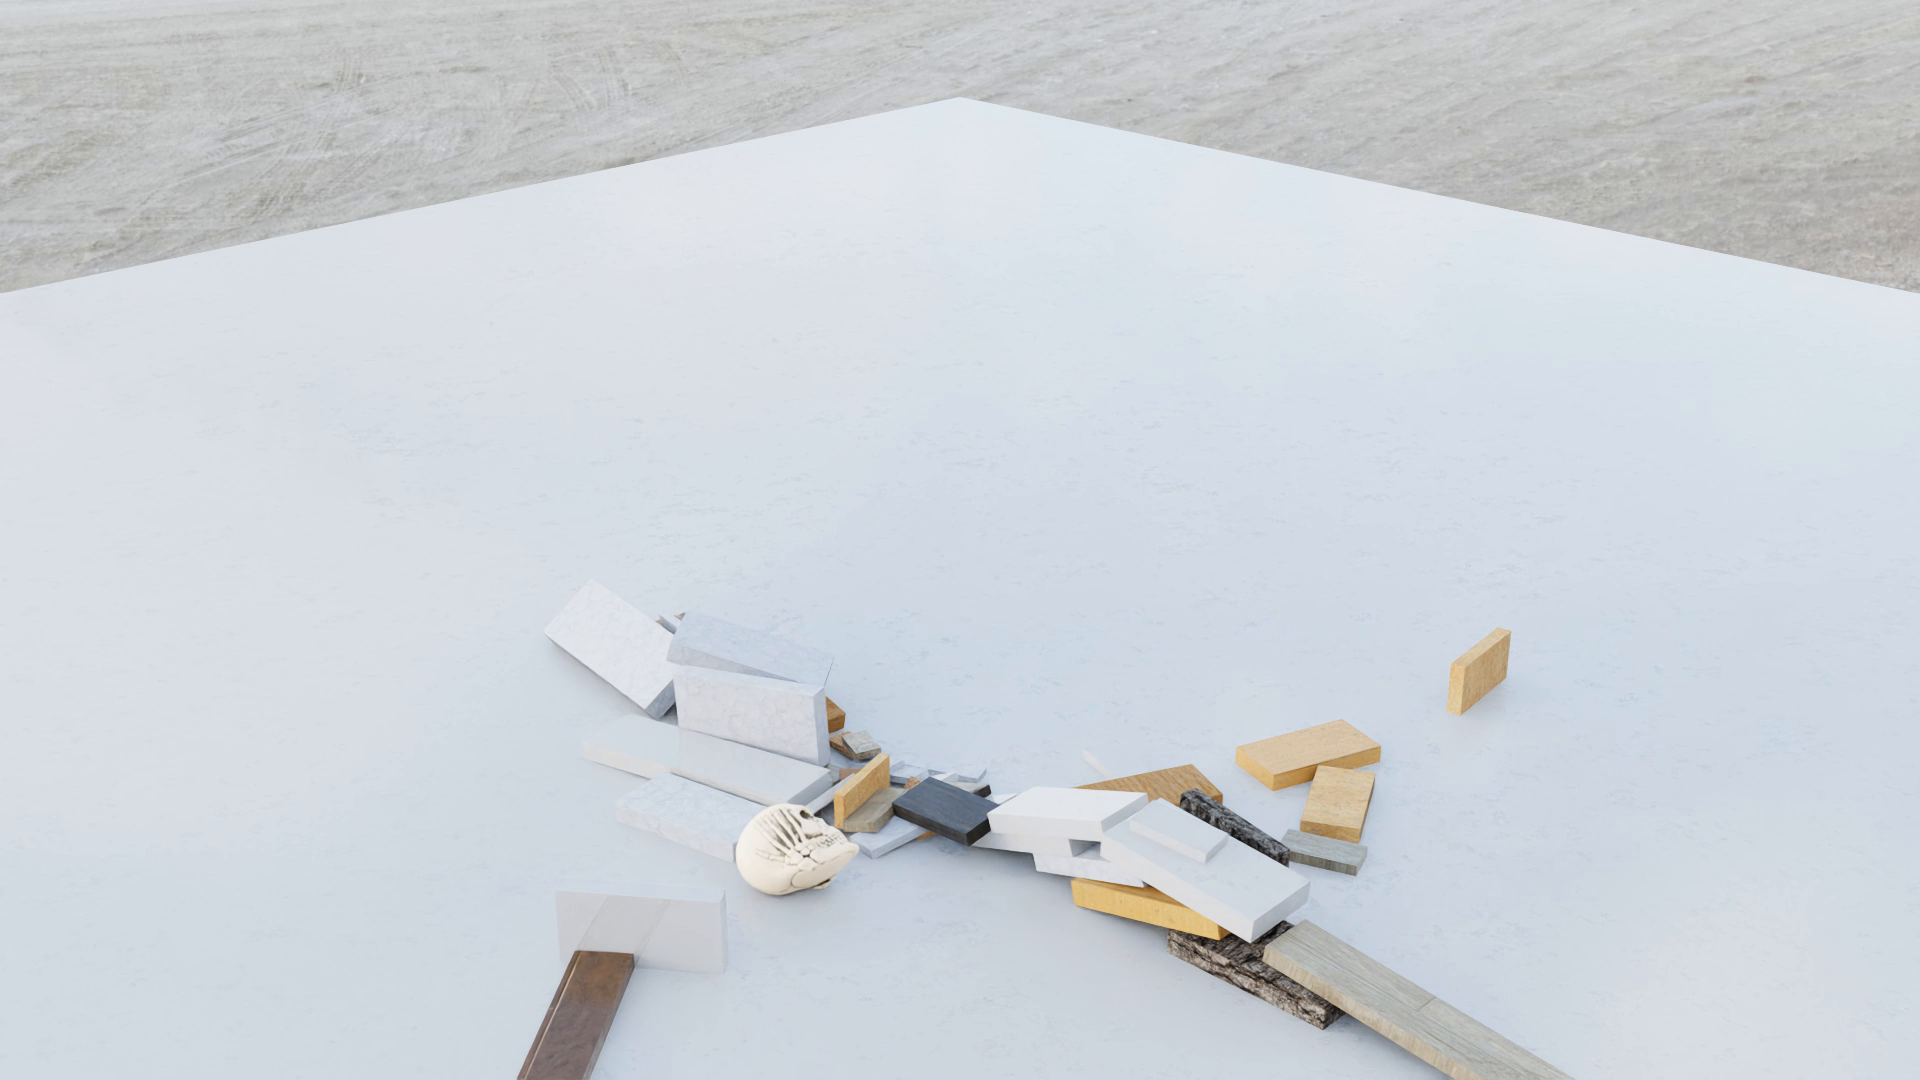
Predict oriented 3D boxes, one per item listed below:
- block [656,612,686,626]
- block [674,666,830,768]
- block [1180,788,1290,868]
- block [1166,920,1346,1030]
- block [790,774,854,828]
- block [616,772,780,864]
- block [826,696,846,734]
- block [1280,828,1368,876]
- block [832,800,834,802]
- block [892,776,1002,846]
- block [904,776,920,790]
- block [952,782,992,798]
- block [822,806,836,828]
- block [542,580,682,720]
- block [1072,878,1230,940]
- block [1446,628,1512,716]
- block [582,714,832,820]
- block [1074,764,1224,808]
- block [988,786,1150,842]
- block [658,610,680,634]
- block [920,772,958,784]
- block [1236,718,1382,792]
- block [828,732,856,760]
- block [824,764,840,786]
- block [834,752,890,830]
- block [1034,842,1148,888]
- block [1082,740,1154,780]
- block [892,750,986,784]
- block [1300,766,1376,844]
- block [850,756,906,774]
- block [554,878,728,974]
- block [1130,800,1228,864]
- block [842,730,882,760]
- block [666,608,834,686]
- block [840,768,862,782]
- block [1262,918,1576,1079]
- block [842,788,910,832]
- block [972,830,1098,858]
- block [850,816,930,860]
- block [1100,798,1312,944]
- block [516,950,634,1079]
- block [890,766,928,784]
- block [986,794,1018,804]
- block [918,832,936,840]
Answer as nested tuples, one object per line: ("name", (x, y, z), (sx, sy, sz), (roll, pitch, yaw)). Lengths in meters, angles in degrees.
("block", (-0.613, 0.248, 5.020), (0.143, 0.041, 0.286), (-17, 28, -34))
("block", (-0.439, 0.373, 4.631), (0.342, 0.171, 0.048), (7, 23, 26))
("block", (0.518, 0.594, 4.186), (0.039, 0.137, 0.274), (-14, 27, -30))
("block", (0.559, 0.749, 3.933), (0.343, 0.049, 0.171), (21, 30, 40))
("block", (-0.274, 0.525, 4.436), (0.021, 0.075, 0.149), (53, 40, 5))
("block", (-0.525, 0.552, 4.404), (0.301, 0.043, 0.150), (14, 27, 30))
("block", (-0.396, 0.342, 4.825), (0.143, 0.041, 0.286), (-19, 42, -37))
("block", (0.707, 0.610, 4.295), (0.161, 0.023, 0.081), (10, 25, 23))
("block", (-0.217, 0.512, 4.475), (0.047, 0.013, 0.094), (-33, -3, 29))
("block", (-0.022, 0.534, 4.333), (0.108, 0.030, 0.215), (-31, 32, -34))
("block", (-0.079, 0.524, 4.461), (0.015, 0.053, 0.106), (35, -4, -41))
("block", (-0.013, 0.515, 4.466), (0.143, 0.020, 0.072), (-2, 15, 45))
("block", (-0.223, 0.549, 4.448), (0.103, 0.015, 0.051), (-15, 27, -32))
("block", (-0.767, 0.244, 5.007), (0.171, 0.048, 0.492), (-48, 41, -13))
("block", (0.393, 0.651, 4.073), (0.343, 0.049, 0.171), (5, 20, 44))
("block", (1.162, 0.293, 4.920), (0.034, 0.118, 0.237), (17, 28, 34))
("block", (-0.530, 0.467, 4.580), (0.539, 0.043, 0.150), (12, 25, 31))
("block", (0.349, 0.532, 4.458), (0.339, 0.039, 0.137), (-9, 25, -20))
("block", (0.207, 0.522, 4.200), (0.286, 0.041, 0.143), (-3, 15, 44))
("block", (-0.636, 0.210, 4.971), (0.019, 0.066, 0.131), (-30, 34, -24))
("block", (-0.059, 0.498, 4.510), (0.106, 0.015, 0.053), (-15, 6, 45))
("block", (0.735, 0.452, 4.645), (0.274, 0.039, 0.137), (-11, 26, -25))
("block", (-0.231, 0.437, 4.688), (0.055, 0.016, 0.110), (-18, 21, -31))
("block", (-0.298, 0.486, 4.593), (0.131, 0.019, 0.066), (16, 28, 32))
("block", (-0.197, 0.505, 4.437), (0.021, 0.075, 0.192), (11, 25, 25))
("block", (0.289, 0.595, 4.160), (0.143, 0.041, 0.286), (-21, 13, -39))
("block", (0.334, 0.472, 4.619), (0.081, 0.023, 0.161), (-11, 26, -25))
("block", (-0.048, 0.477, 4.617), (0.204, 0.015, 0.051), (9, 25, 20))
("block", (0.767, 0.534, 4.459), (0.118, 0.034, 0.237), (7, 24, 16))
("block", (-0.173, 0.469, 4.604), (0.110, 0.016, 0.055), (4, 20, 44))
("block", (-0.569, 0.692, 3.938), (0.301, 0.150, 0.043), (3, 23, 7))
("block", (0.398, 0.531, 4.004), (0.161, 0.023, 0.081), (22, 33, 30))
("block", (-0.208, 0.433, 4.642), (0.055, 0.016, 0.110), (-13, 19, -16))
("block", (-0.457, 0.258, 4.822), (0.342, 0.048, 0.171), (17, 24, -1))
("block", (-0.201, 0.493, 4.536), (0.094, 0.047, 0.013), (-3, 4, -8))
("block", (0.770, 0.810, 3.724), (0.550, 0.034, 0.118), (28, 35, 36))
("block", (-0.165, 0.541, 4.400), (0.075, 0.021, 0.149), (-3, 19, 30))
("block", (0.159, 0.560, 4.279), (0.143, 0.041, 0.286), (-22, 14, -41))
("block", (-0.137, 0.580, 4.348), (0.143, 0.020, 0.072), (-23, 31, -31))
("block", (0.441, 0.592, 3.971), (0.343, 0.049, 0.171), (26, 35, 36))
("block", (-0.656, 0.826, 3.775), (0.108, 0.030, 0.378), (2, 23, 5))
("block", (-0.121, 0.486, 4.567), (0.106, 0.015, 0.053), (4, 20, 44))
("block", (0.045, 0.534, 4.405), (0.072, 0.020, 0.143), (-22, 8, -42))
("block", (-0.089, 0.568, 4.406), (0.047, 0.013, 0.098), (-16, 28, -33))
